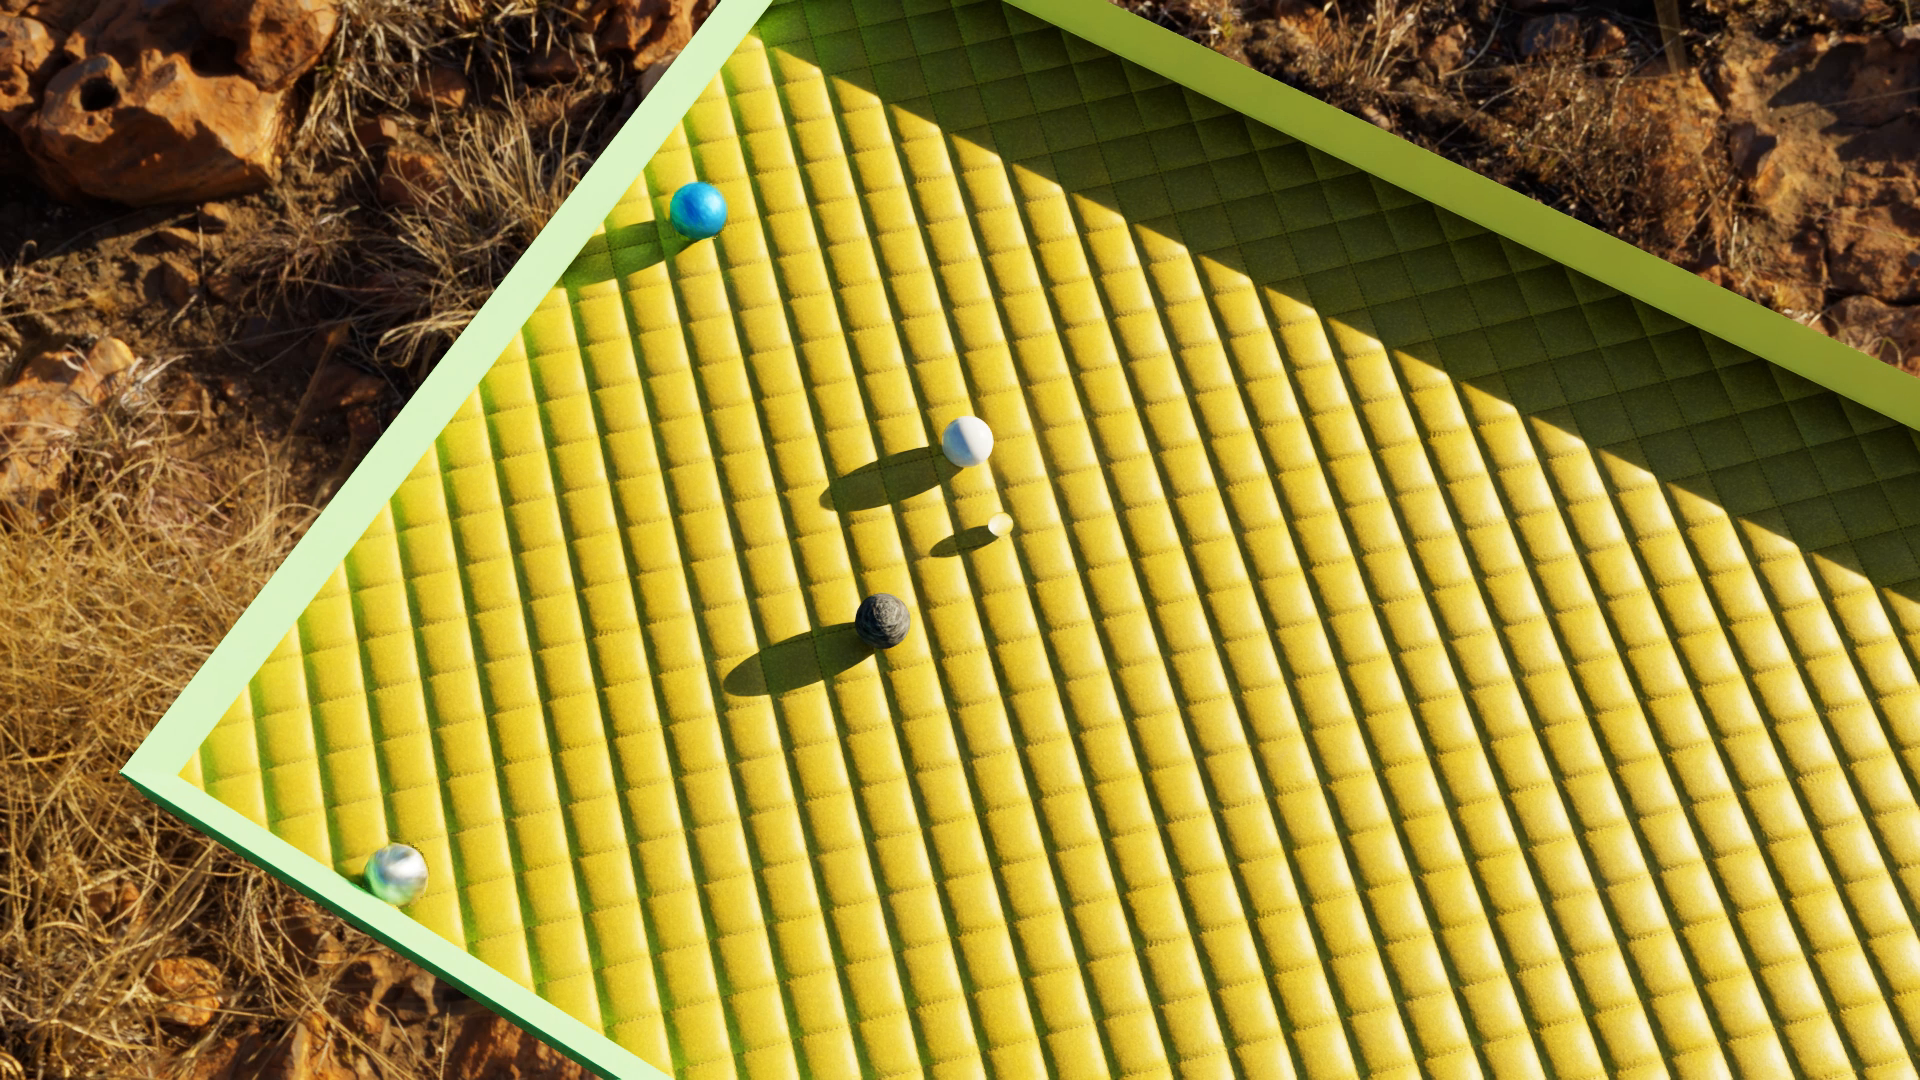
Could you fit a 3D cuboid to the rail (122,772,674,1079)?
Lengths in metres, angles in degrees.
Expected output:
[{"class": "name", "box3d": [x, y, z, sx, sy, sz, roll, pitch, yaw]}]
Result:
[{"class": "rail", "box3d": [0.261, 1.159, 2.993, 3.498, 0.128, 0.045, 28, 68, 12]}]

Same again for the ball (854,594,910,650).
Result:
[{"class": "ball", "box3d": [-0.122, 0.129, 3.486, 0.089, 0.089, 0.089, 0, 65, 0]}]

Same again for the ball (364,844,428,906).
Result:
[{"class": "ball", "box3d": [-0.850, 0.504, 3.312, 0.094, 0.094, 0.094, 0, 65, 0]}]

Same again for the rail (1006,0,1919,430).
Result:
[{"class": "rail", "box3d": [1.249, -0.377, 3.695, 3.498, 0.128, 0.045, 28, 68, 12]}]

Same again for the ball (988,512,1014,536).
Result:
[{"class": "ball", "box3d": [0.066, -0.026, 3.583, 0.041, 0.041, 0.041, 0, 65, 0]}]

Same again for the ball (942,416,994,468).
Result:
[{"class": "ball", "box3d": [0.012, -0.162, 3.621, 0.086, 0.086, 0.086, 0, 65, 0]}]

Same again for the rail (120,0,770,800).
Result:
[{"class": "rail", "box3d": [-0.734, -0.401, 3.706, 0.045, 0.128, 2.003, 28, 68, 12]}]

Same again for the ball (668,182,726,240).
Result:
[{"class": "ball", "box3d": [-0.453, -0.568, 3.800, 0.099, 0.099, 0.099, 0, 65, 0]}]
